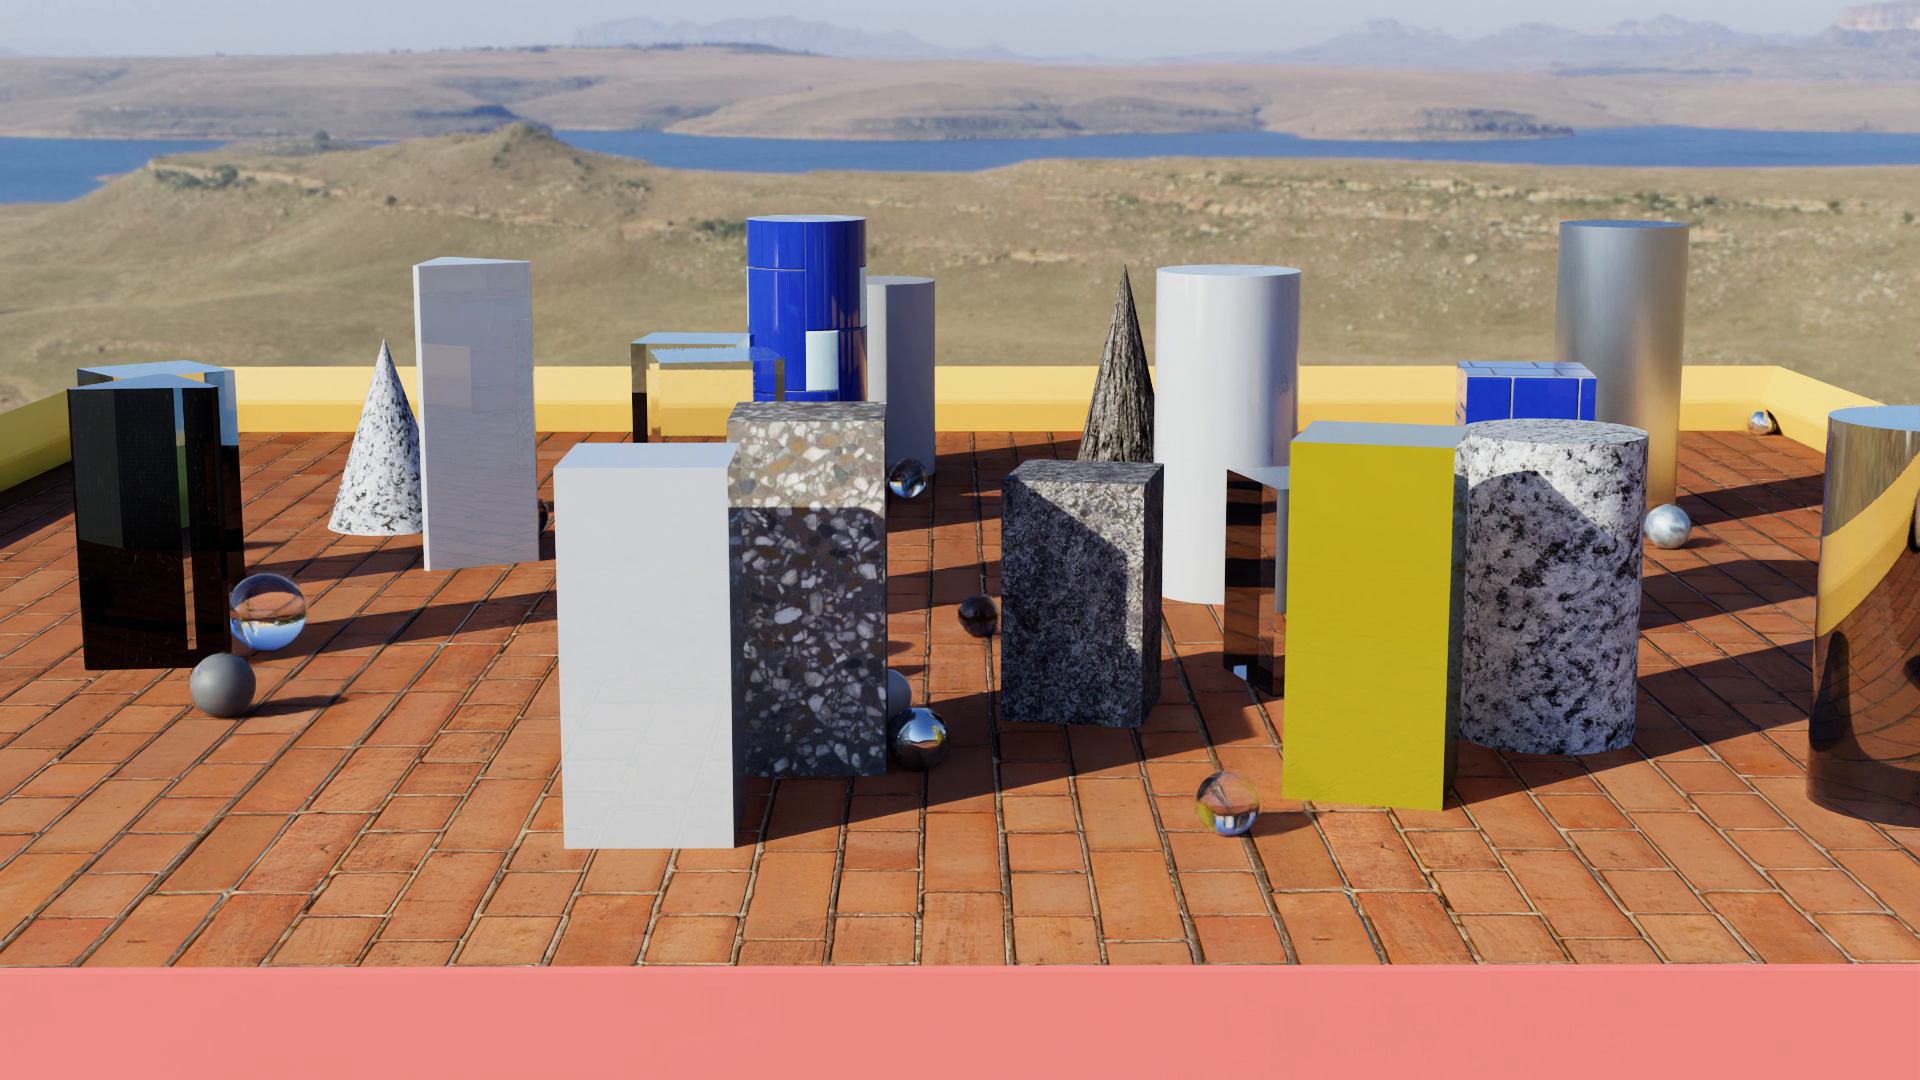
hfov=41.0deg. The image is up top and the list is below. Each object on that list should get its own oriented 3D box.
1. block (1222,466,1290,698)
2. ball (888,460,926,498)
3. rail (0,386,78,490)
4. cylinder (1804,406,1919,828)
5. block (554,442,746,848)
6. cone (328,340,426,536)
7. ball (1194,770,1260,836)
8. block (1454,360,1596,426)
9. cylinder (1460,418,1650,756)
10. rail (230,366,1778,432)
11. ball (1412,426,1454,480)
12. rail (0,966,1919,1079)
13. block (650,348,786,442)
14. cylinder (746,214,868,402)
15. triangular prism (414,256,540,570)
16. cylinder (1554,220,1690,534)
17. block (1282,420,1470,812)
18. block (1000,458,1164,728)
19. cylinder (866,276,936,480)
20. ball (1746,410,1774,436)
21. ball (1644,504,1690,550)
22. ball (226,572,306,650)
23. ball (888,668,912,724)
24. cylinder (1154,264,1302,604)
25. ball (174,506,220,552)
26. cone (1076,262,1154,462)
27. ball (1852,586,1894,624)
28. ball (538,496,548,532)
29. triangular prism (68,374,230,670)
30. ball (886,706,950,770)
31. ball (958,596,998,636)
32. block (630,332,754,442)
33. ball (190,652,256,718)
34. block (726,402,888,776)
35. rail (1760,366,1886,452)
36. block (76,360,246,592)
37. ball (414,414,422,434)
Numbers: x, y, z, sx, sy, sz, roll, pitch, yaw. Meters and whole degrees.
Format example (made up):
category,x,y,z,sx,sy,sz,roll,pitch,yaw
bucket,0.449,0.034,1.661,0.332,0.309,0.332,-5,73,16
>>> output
category,x,y,z,sx,sy,sz,roll,pitch,yaw
block,0.421,0.045,3.072,0.160,0.246,0.160,-3,11,-15
ball,-0.090,-0.105,4.378,0.065,0.065,0.065,0,10,0
rail,-1.634,0.035,3.439,0.045,0.130,3.494,0,10,0
cylinder,0.953,0.071,2.543,0.199,0.386,0.199,0,10,0
block,-0.294,0.098,2.464,0.160,0.363,0.160,0,10,-1
cone,-0.914,-0.173,4.099,0.199,0.301,0.199,0,10,0
ball,0.256,0.252,2.458,0.062,0.062,0.062,0,10,0
block,0.728,-0.053,3.338,0.160,0.342,0.160,1,11,6
cylinder,0.645,0.047,2.813,0.199,0.336,0.199,0,10,0
rail,-0.010,-0.280,5.143,3.315,0.130,0.045,0,10,0
ball,0.853,-0.156,4.573,0.096,0.096,0.096,0,10,0
rail,0.010,0.347,1.754,3.315,0.130,0.045,0,10,0
block,-0.319,-0.068,3.382,0.160,0.354,0.160,-2,11,-11
cylinder,-0.255,-0.300,4.302,0.199,0.477,0.199,0,10,0
triangular prism,-0.737,-0.193,3.811,0.173,0.444,0.150,-5,12,-27
cylinder,1.048,-0.263,4.091,0.199,0.480,0.199,0,10,0
block,0.423,0.072,2.604,0.160,0.363,0.160,3,11,16
block,0.141,0.057,2.926,0.160,0.274,0.160,2,11,12
cylinder,-0.145,-0.294,4.628,0.199,0.348,0.199,0,10,0
ball,1.595,-0.234,5.115,0.052,0.052,0.052,0,10,0
ball,1.079,-0.020,3.912,0.068,0.068,0.068,0,10,0
ball,-0.874,0.091,3.233,0.098,0.098,0.098,0,10,0
ball,-0.085,0.175,2.875,0.062,0.062,0.062,0,10,0
cylinder,0.370,-0.150,3.568,0.199,0.449,0.199,0,10,0
ball,-1.158,-0.017,3.895,0.068,0.068,0.068,0,10,0
cone,0.255,-0.221,4.011,0.199,0.427,0.199,0,10,0
ball,1.204,0.087,3.383,0.050,0.050,0.050,0,10,0
ball,-0.679,-0.039,4.005,0.072,0.072,0.072,0,10,0
triangular prism,-0.991,-0.026,3.184,0.173,0.345,0.150,-1,11,-7
ball,-0.044,0.208,2.686,0.066,0.066,0.066,0,10,0
ball,0.023,0.098,3.317,0.053,0.053,0.053,0,10,0
block,-0.406,-0.152,3.939,0.160,0.317,0.160,1,11,5
ball,-0.834,0.164,2.902,0.073,0.073,0.073,0,10,0
block,-0.158,0.048,2.709,0.160,0.371,0.160,0,10,-1
rail,1.634,0.032,3.458,0.045,0.130,3.494,0,10,0
block,-1.119,-0.085,3.598,0.160,0.310,0.160,-9,14,-40
ball,-1.072,-0.232,5.125,0.043,0.043,0.043,0,10,0
